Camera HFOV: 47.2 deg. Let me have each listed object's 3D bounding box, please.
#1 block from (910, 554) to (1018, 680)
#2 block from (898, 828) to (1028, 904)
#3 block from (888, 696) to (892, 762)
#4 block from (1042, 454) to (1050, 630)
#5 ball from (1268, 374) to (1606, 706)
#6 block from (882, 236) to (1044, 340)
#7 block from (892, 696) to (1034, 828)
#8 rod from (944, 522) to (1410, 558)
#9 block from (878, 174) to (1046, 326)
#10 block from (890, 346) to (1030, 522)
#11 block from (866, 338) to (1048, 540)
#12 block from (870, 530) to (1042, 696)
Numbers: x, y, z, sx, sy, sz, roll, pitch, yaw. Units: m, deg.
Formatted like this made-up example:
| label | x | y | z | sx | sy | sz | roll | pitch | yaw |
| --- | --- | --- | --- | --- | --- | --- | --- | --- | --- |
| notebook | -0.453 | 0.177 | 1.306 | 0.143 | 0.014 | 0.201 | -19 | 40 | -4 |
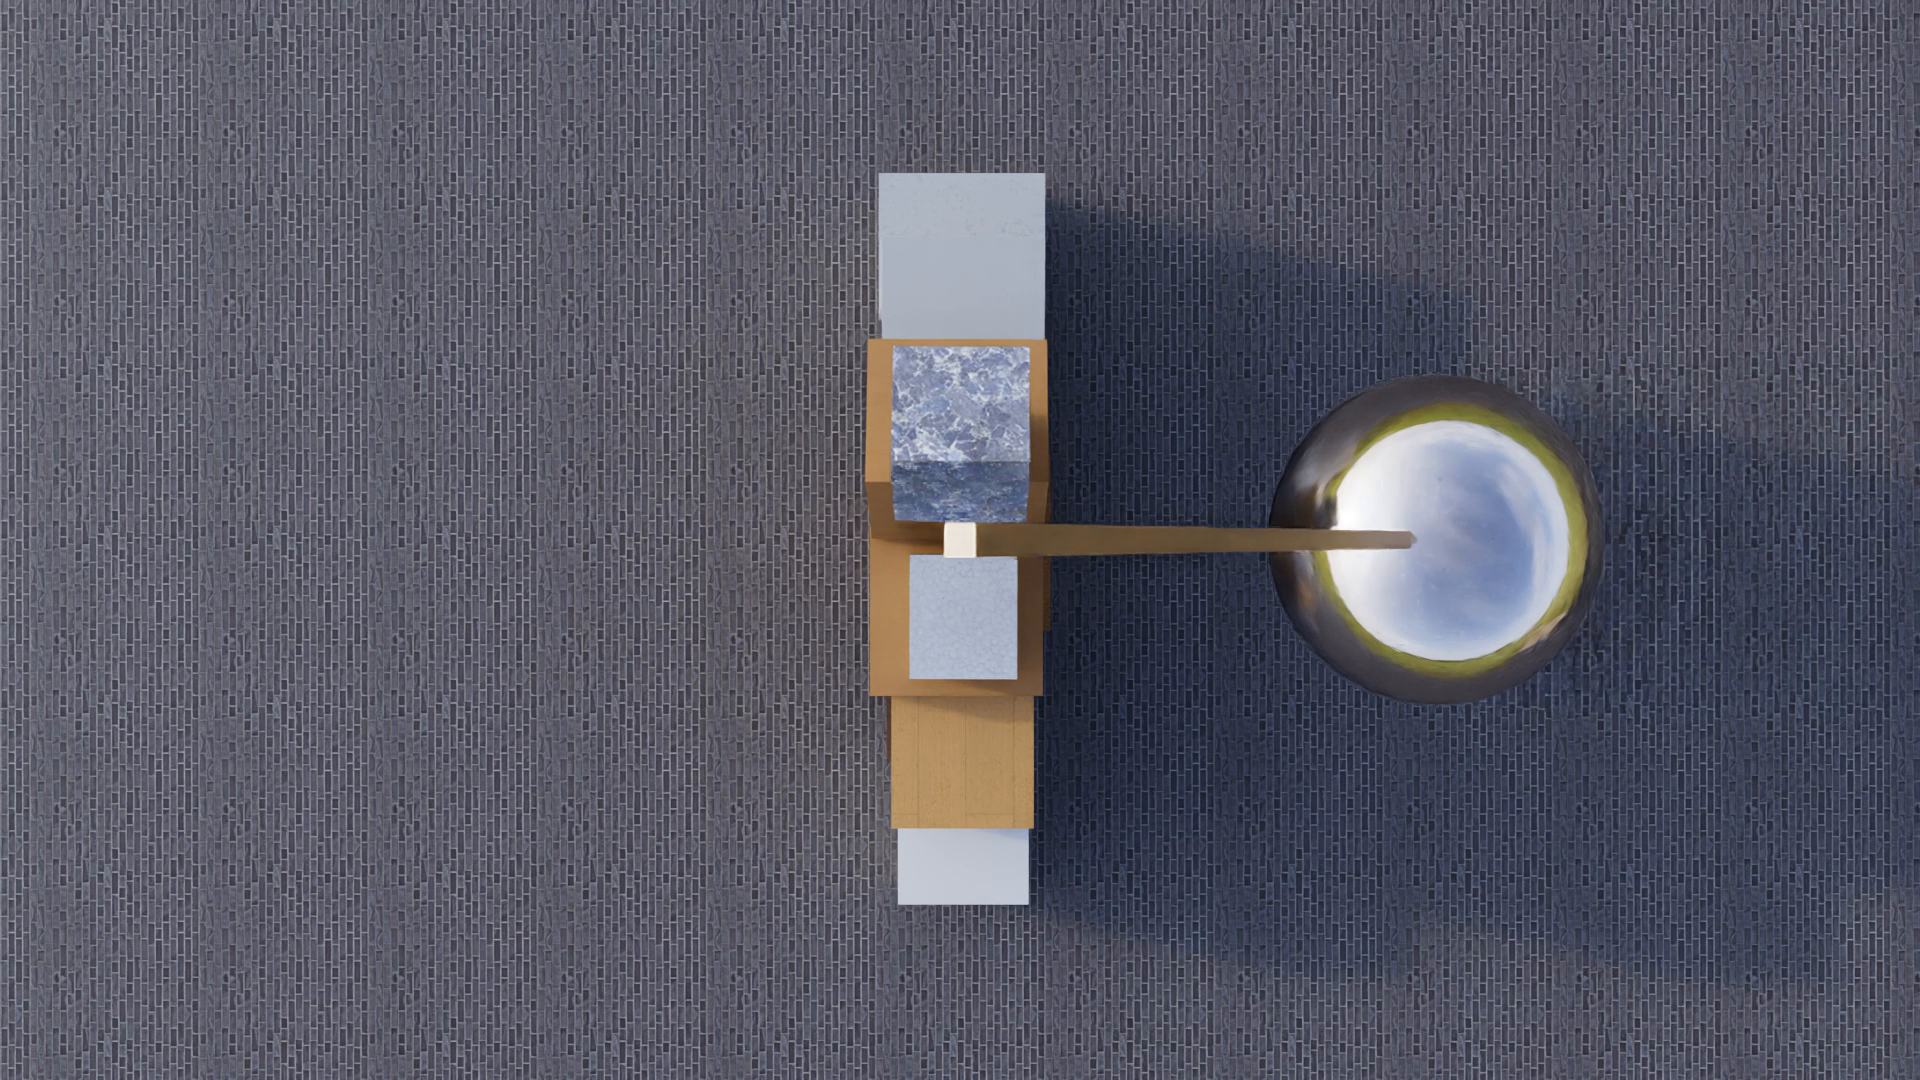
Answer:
| label | x | y | z | sx | sy | sz | roll | pitch | yaw |
| --- | --- | --- | --- | --- | --- | --- | --- | --- | --- |
| block | 0.017 | 0.378 | 11.064 | 0.529 | 0.514 | 0.611 | 0 | 90 | 0 |
| block | 0.019 | 1.638 | 12.645 | 0.730 | 0.711 | 0.799 | 0 | 90 | 0 |
| block | -0.009 | 0.869 | 12.597 | 0.791 | 0.807 | 0.718 | 0 | 90 | 0 |
| block | 0.016 | 0.015 | 12.558 | 0.965 | 0.883 | 0.969 | 0 | 90 | 0 |
| ball | 2.295 | 0.000 | 10.641 | 1.600 | 1.600 | 1.600 | 0 | 90 | 0 |
| block | 0.017 | -1.166 | 11.788 | 0.839 | 0.850 | 0.797 | 0 | 90 | 0 |
| block | 0.014 | 1.162 | 11.860 | 0.746 | 0.667 | 0.700 | 0 | 90 | 0 |
| rod | 0.994 | 0.000 | 7.499 | 0.080 | 5.200 | 0.080 | 0 | 90 | 22 |
| block | 0.011 | -1.630 | 12.607 | 0.923 | 0.787 | 0.815 | 0 | 90 | 0 |
| block | 0.004 | -0.485 | 10.198 | 0.621 | 0.645 | 0.581 | 0 | 66 | 0 |
| block | -0.013 | -0.492 | 11.018 | 0.875 | 0.848 | 0.744 | 0 | 71 | 0 |
| block | -0.019 | 0.367 | 11.719 | 0.891 | 0.796 | 0.871 | 0 | 90 | 0 |
